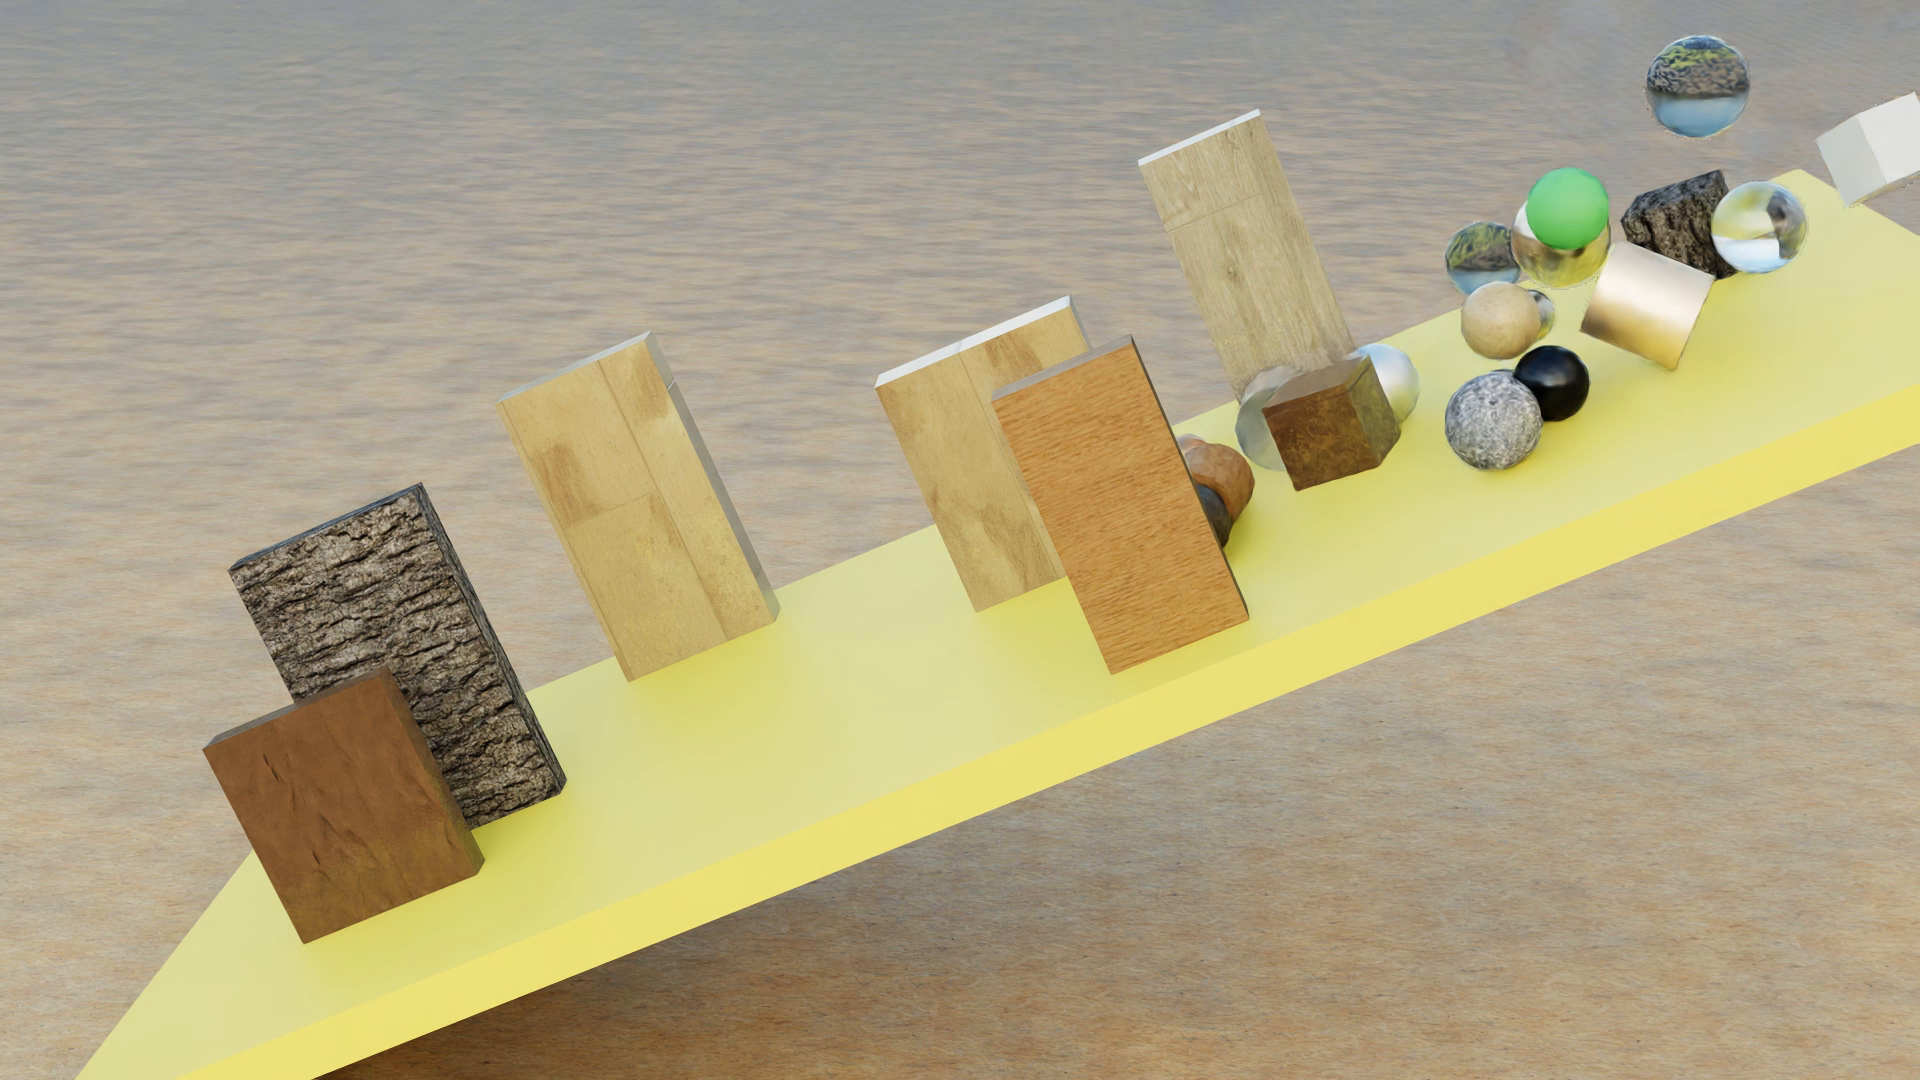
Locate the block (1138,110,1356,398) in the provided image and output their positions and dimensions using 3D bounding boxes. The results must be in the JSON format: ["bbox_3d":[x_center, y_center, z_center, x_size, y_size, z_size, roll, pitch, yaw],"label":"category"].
[{"bbox_3d":[0.661,-0.566,6.494,0.283,0.700,0.107,-22,13,8],"label":"block"}]

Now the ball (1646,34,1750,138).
[{"bbox_3d":[1.503,-0.923,5.989,0.207,0.207,0.207,0,15,0],"label":"ball"}]

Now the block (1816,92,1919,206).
[{"bbox_3d":[1.828,-0.775,5.844,0.148,0.148,0.148,-21,-5,-19],"label":"block"}]

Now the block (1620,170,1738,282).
[{"bbox_3d":[1.575,-0.663,6.382,0.190,0.190,0.190,-17,15,30],"label":"block"}]

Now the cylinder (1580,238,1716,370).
[{"bbox_3d":[1.346,-0.461,5.759,0.198,0.198,0.198,24,21,13],"label":"cylinder"}]

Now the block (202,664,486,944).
[{"bbox_3d":[-1.258,0.543,6.019,0.402,0.460,0.082,-22,13,8],"label":"block"}]

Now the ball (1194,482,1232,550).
[{"bbox_3d":[0.456,-0.031,5.887,0.173,0.173,0.173,0,15,0],"label":"ball"}]

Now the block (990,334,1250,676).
[{"bbox_3d":[0.296,-0.064,5.414,0.276,0.562,0.096,-22,13,8],"label":"block"}]

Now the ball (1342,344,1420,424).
[{"bbox_3d":[0.890,-0.327,6.269,0.182,0.182,0.182,0,15,0],"label":"ball"}]

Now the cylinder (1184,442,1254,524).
[{"bbox_3d":[0.506,-0.094,6.060,0.164,0.164,0.164,5,25,20],"label":"cylinder"}]

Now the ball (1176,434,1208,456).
[{"bbox_3d":[0.500,-0.170,6.484,0.127,0.127,0.127,0,15,0],"label":"ball"}]

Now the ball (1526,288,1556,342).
[{"bbox_3d":[1.150,-0.453,5.953,0.111,0.111,0.111,0,15,0],"label":"ball"}]

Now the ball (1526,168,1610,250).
[{"bbox_3d":[1.211,-0.660,5.865,0.164,0.164,0.164,0,15,0],"label":"ball"}]

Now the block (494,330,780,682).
[{"bbox_3d":[-0.763,-0.078,7.013,0.390,0.741,0.130,-22,13,8],"label":"block"}]

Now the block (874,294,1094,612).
[{"bbox_3d":[0.134,-0.182,6.267,0.444,0.534,0.136,-22,13,8],"label":"block"}]

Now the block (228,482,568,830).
[{"bbox_3d":[-1.205,0.294,6.329,0.439,0.727,0.095,-22,13,8],"label":"block"}]

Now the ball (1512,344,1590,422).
[{"bbox_3d":[1.159,-0.307,5.773,0.152,0.152,0.152,0,15,0],"label":"ball"}]

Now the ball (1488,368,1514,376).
[{"bbox_3d":[1.091,-0.286,5.893,0.117,0.117,0.117,0,15,0],"label":"ball"}]

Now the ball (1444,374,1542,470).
[{"bbox_3d":[1.018,-0.225,5.620,0.185,0.185,0.185,0,15,0],"label":"ball"}]

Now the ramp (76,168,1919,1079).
[{"bbox_3d":[0.130,0.171,6.286,4.000,0.100,2.000,-22,13,8],"label":"ramp"}]

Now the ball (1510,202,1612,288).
[{"bbox_3d":[1.235,-0.622,6.048,0.204,0.204,0.204,0,15,0],"label":"ball"}]

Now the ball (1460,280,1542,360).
[{"bbox_3d":[1.069,-0.433,5.817,0.158,0.158,0.158,0,15,0],"label":"ball"}]

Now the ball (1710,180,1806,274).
[{"bbox_3d":[1.673,-0.654,6.160,0.194,0.194,0.194,0,15,0],"label":"ball"}]

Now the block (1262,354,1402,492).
[{"bbox_3d":[0.777,-0.245,6.136,0.191,0.191,0.191,-17,14,29],"label":"block"}]

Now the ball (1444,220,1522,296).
[{"bbox_3d":[1.144,-0.611,6.422,0.169,0.169,0.169,0,15,0],"label":"ball"}]
